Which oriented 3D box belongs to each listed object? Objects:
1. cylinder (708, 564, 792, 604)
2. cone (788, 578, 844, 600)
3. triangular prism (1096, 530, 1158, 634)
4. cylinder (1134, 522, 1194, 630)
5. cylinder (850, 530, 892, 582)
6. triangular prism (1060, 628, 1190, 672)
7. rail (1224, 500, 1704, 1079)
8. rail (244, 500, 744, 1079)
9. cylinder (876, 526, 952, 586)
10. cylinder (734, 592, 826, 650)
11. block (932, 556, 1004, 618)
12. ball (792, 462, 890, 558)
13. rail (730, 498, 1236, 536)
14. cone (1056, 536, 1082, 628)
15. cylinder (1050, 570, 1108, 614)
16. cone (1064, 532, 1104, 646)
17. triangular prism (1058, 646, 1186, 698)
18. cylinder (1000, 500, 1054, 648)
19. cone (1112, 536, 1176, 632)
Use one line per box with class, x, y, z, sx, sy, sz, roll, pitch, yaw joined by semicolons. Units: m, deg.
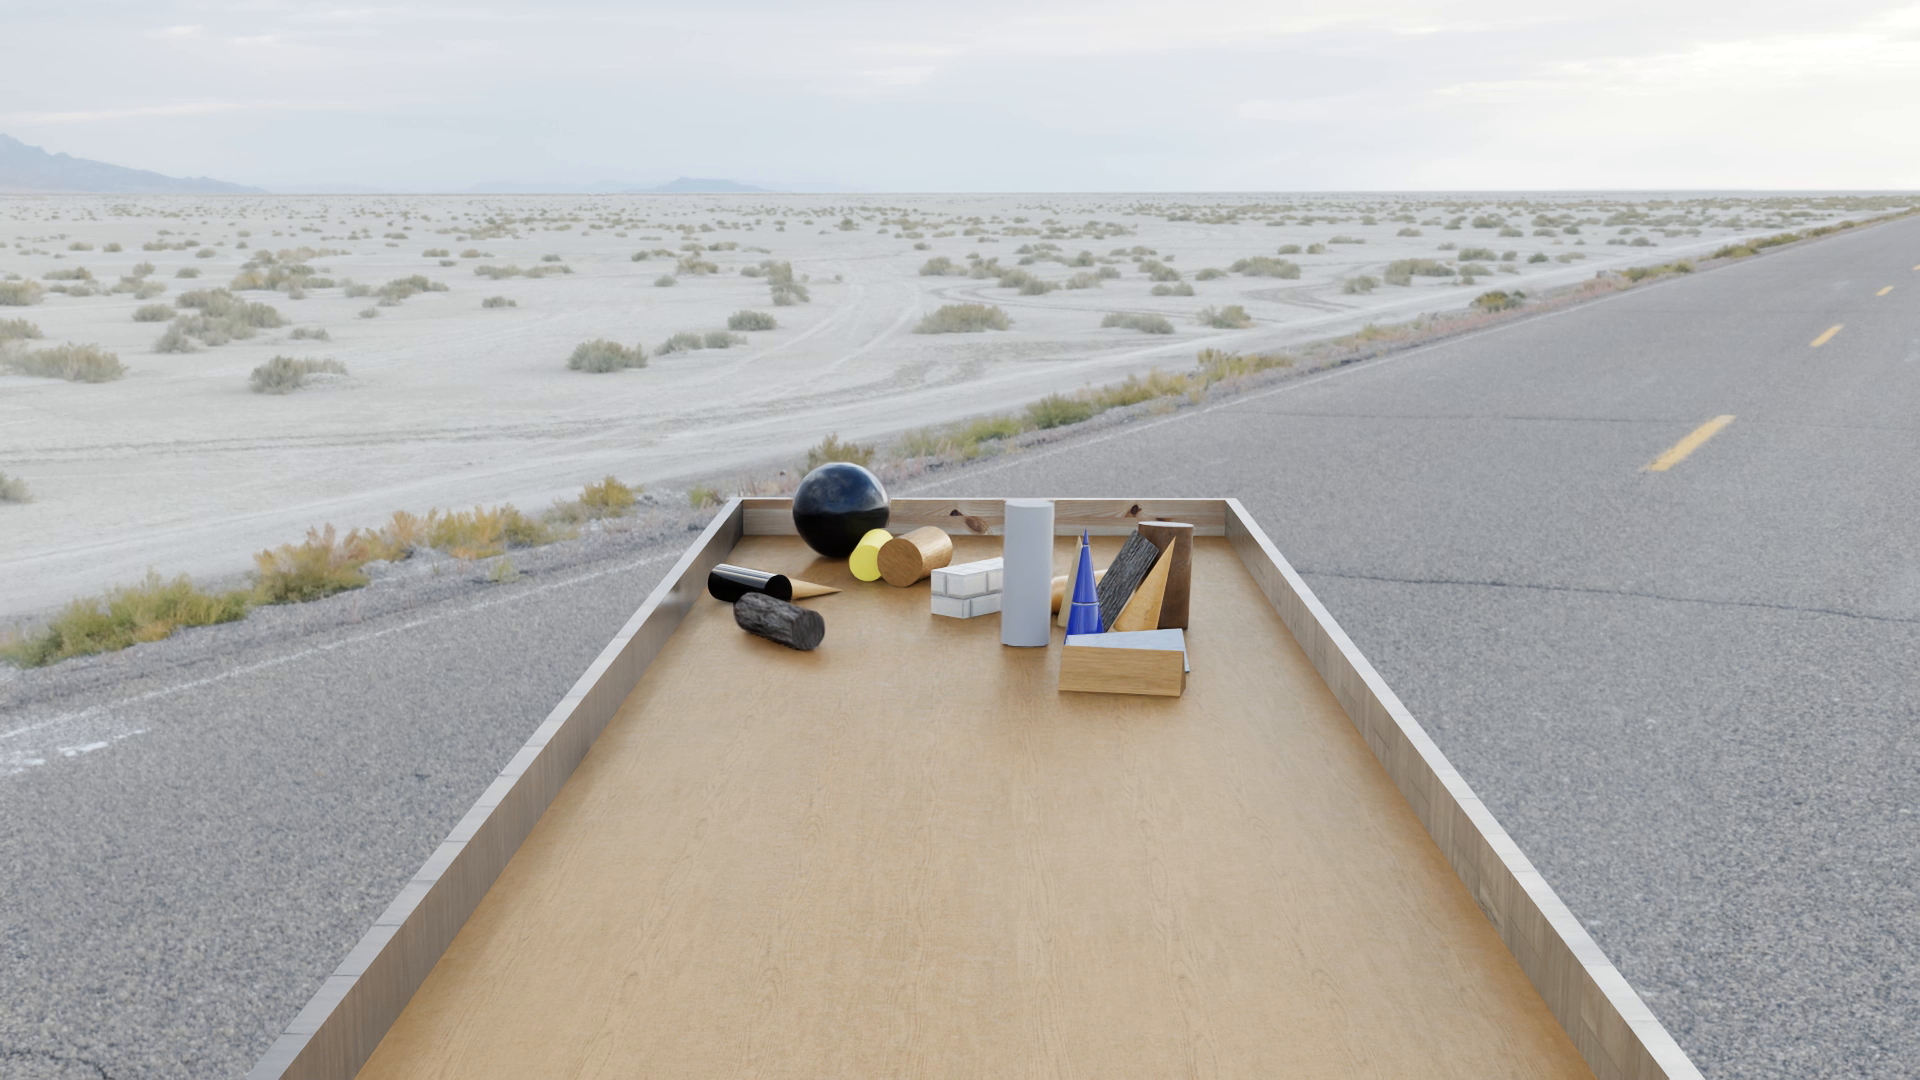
cylinder;-0.724;0.163;7.571;0.128;0.128;0.305;-9;12;-43
cone;-0.536;0.175;7.734;0.106;0.106;0.367;9;4;44
triangular prism;0.479;0.146;7.004;0.106;0.092;0.400;9;55;44
cylinder;0.665;0.114;7.188;0.180;0.333;0.180;2;5;0
cylinder;-0.327;0.054;8.236;0.135;0.135;0.385;1;9;3
triangular prism;0.489;0.330;6.524;0.359;0.119;0.137;-3;10;-17
rail;1.046;0.843;3.208;0.050;0.150;12.000;0;9;1
rail;-1.004;0.839;3.234;0.050;0.150;12.000;0;9;1
cylinder;-0.164;0.059;8.070;0.178;0.178;0.307;3;10;20
cylinder;-0.575;0.255;6.993;0.127;0.127;0.376;-6;11;-32
block;0.082;0.160;7.525;0.148;0.148;0.372;8;12;42
ball;-0.464;-0.117;8.550;0.376;0.376;0.376;0;9;0
rail;0.099;-0.098;9.147;2.100;0.150;0.050;0;9;1
cone;0.390;0.131;7.219;0.149;0.303;0.149;0;9;0
cylinder;0.356;0.183;7.464;0.431;0.122;0.122;-8;12;-40
cone;0.382;0.160;6.692;0.145;0.409;0.145;0;9;0
triangular prism;0.466;0.367;6.291;0.348;0.119;0.138;2;9;13
cylinder;0.212;0.104;6.917;0.155;0.445;0.155;1;10;0
cone;0.611;0.143;6.915;0.141;0.344;0.141;22;9;-4
